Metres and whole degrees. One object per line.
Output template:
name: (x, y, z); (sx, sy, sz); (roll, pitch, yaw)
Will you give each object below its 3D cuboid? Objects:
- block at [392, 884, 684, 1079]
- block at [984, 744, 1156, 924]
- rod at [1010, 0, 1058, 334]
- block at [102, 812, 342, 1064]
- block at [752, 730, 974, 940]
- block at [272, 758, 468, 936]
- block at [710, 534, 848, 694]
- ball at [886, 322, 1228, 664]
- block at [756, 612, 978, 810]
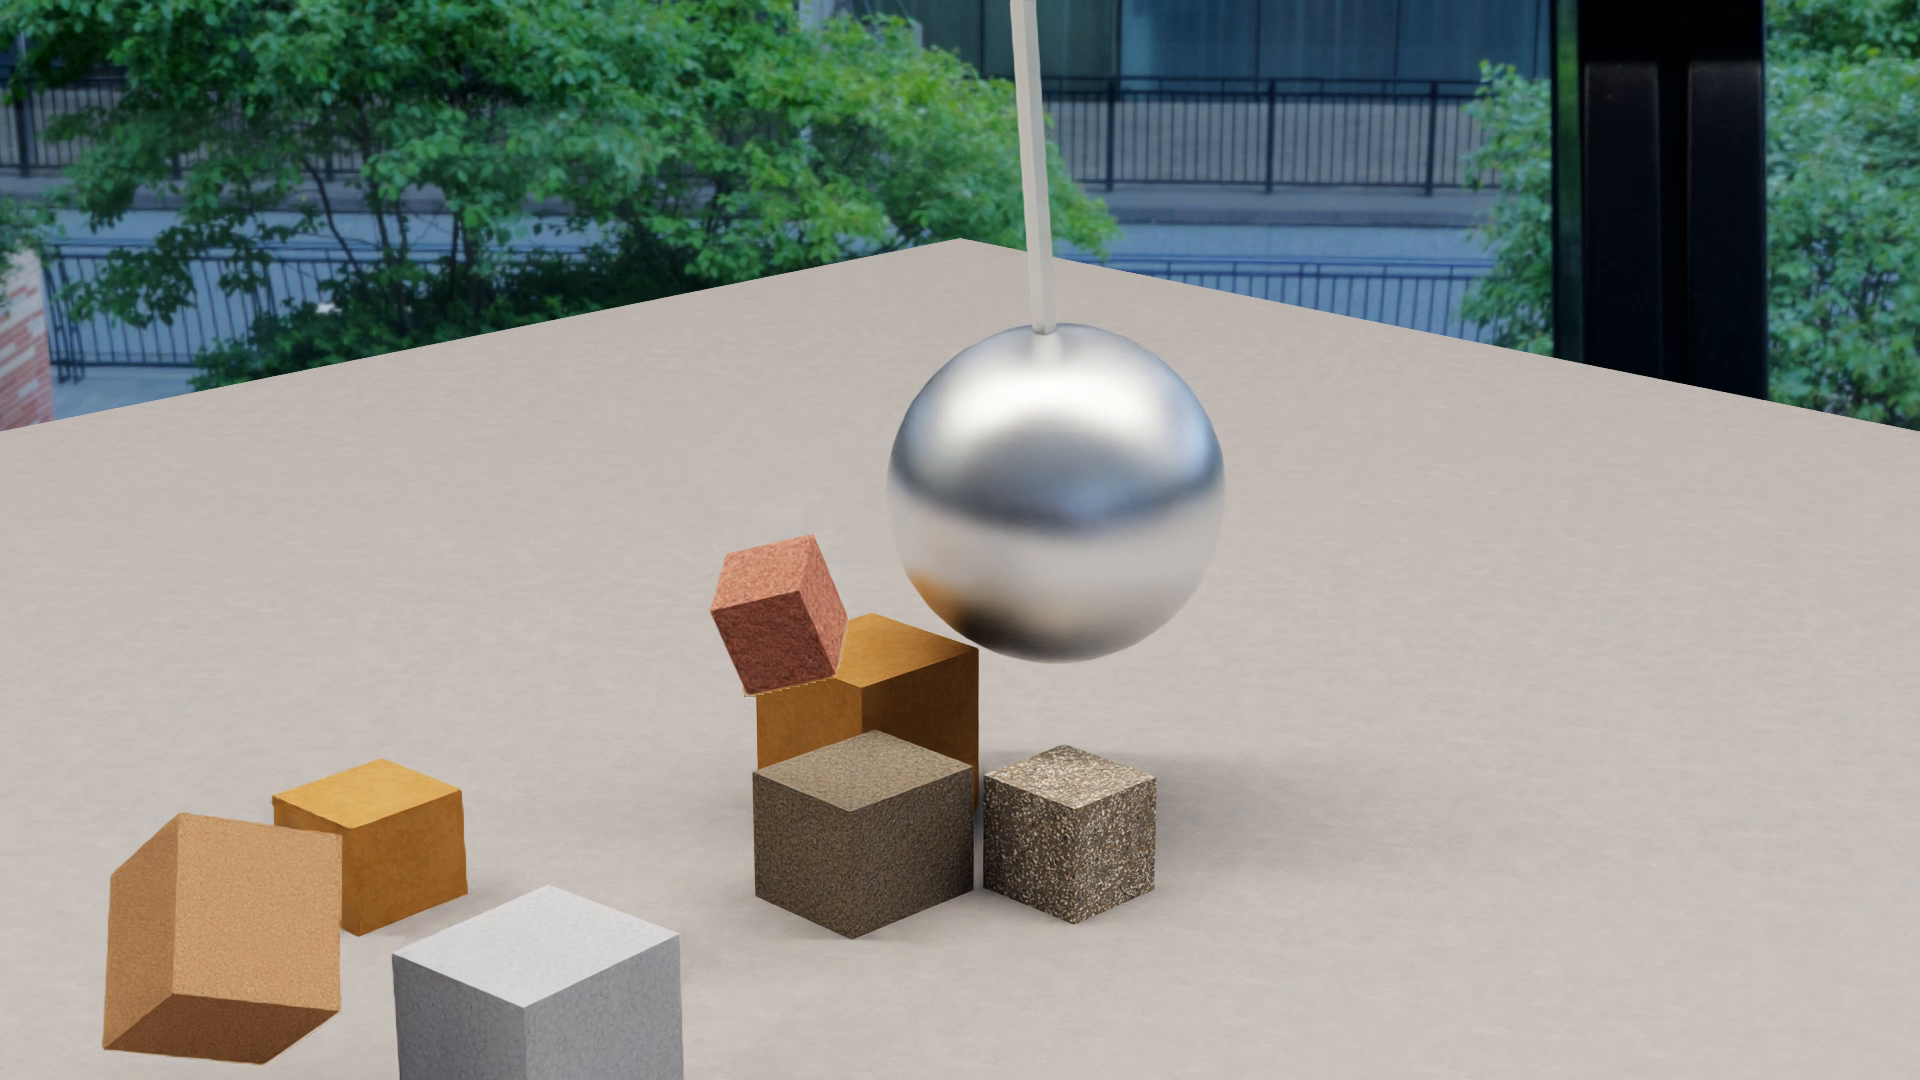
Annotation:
block: (-1.589, 1.874, 11.118); (0.716, 0.757, 0.796); (14, 22, 37)
block: (0.493, 1.319, 13.229); (0.533, 0.550, 0.565); (-17, 24, -42)
rod: (0.195, -3.368, 12.488); (0.080, 5.200, 0.080); (17, 30, 42)
block: (-2.677, 1.458, 10.646); (0.614, 0.666, 0.695); (13, -31, -32)
block: (-0.432, 1.310, 13.173); (0.748, 0.603, 0.646); (-16, 24, -42)
block: (-2.642, 1.368, 13.148); (0.572, 0.506, 0.608); (15, 23, 39)
block: (-0.746, 0.307, 12.165); (0.390, 0.432, 0.431); (-13, 30, 14)
ball: (0.450, -0.219, 13.744); (1.600, 1.600, 1.600); (0, 17, 0)
block: (-0.443, 0.910, 14.081); (0.764, 0.821, 0.744); (-17, 24, -42)
